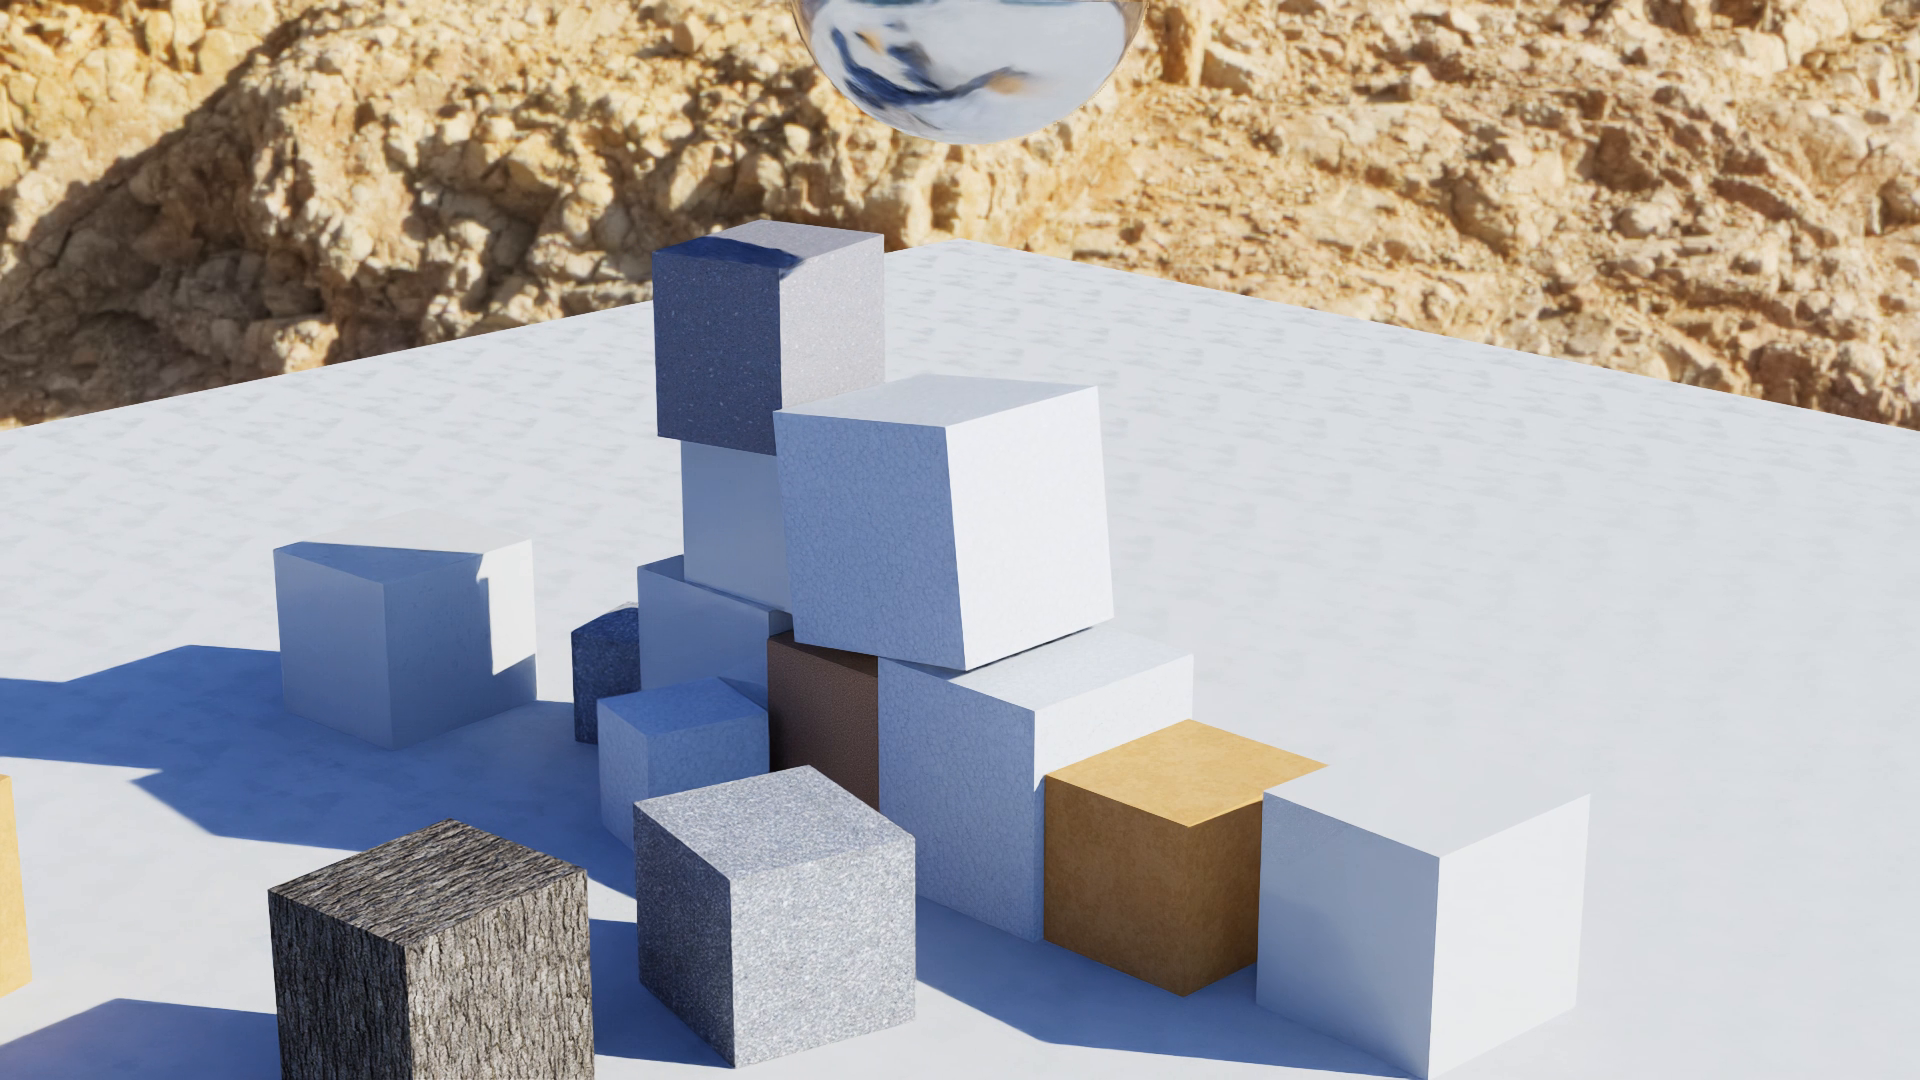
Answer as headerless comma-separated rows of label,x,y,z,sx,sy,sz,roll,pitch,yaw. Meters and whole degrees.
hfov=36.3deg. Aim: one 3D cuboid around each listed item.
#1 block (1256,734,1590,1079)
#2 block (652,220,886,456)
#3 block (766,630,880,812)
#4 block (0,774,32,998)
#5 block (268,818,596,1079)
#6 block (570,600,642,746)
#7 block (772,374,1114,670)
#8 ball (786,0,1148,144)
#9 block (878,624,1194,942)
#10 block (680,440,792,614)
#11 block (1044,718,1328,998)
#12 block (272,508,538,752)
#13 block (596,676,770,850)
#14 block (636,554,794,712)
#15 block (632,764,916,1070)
block,1.894,1.479,12.046,0.964,0.955,0.911,-15,23,-40
block,-0.894,-0.971,13.878,0.711,0.885,0.890,10,20,29
block,-0.290,0.900,13.921,0.917,0.935,0.826,-17,24,-42
block,-4.509,1.475,12.097,0.876,0.933,0.850,9,19,26
block,-2.013,1.736,11.242,0.789,0.947,0.893,14,22,37
block,-1.601,0.713,15.086,0.568,0.594,0.546,8,19,25
block,-0.070,-0.113,13.338,1.081,1.078,0.995,7,17,43
ball,0.033,-2.504,12.589,1.600,1.600,1.600,0,17,0
block,0.340,1.028,13.277,1.031,1.077,0.968,-17,24,-42
block,-0.747,-0.173,14.086,0.848,0.761,0.813,16,23,41
block,0.982,1.358,12.732,0.802,0.774,0.943,17,24,42
block,-2.905,0.449,15.421,0.890,0.897,0.987,14,22,38
block,-1.303,1.082,13.836,0.622,0.639,0.556,-10,20,-29
block,-0.944,0.650,14.508,0.970,1.061,0.846,17,24,42
block,-0.770,1.533,12.103,0.826,0.818,0.912,-10,20,-29
